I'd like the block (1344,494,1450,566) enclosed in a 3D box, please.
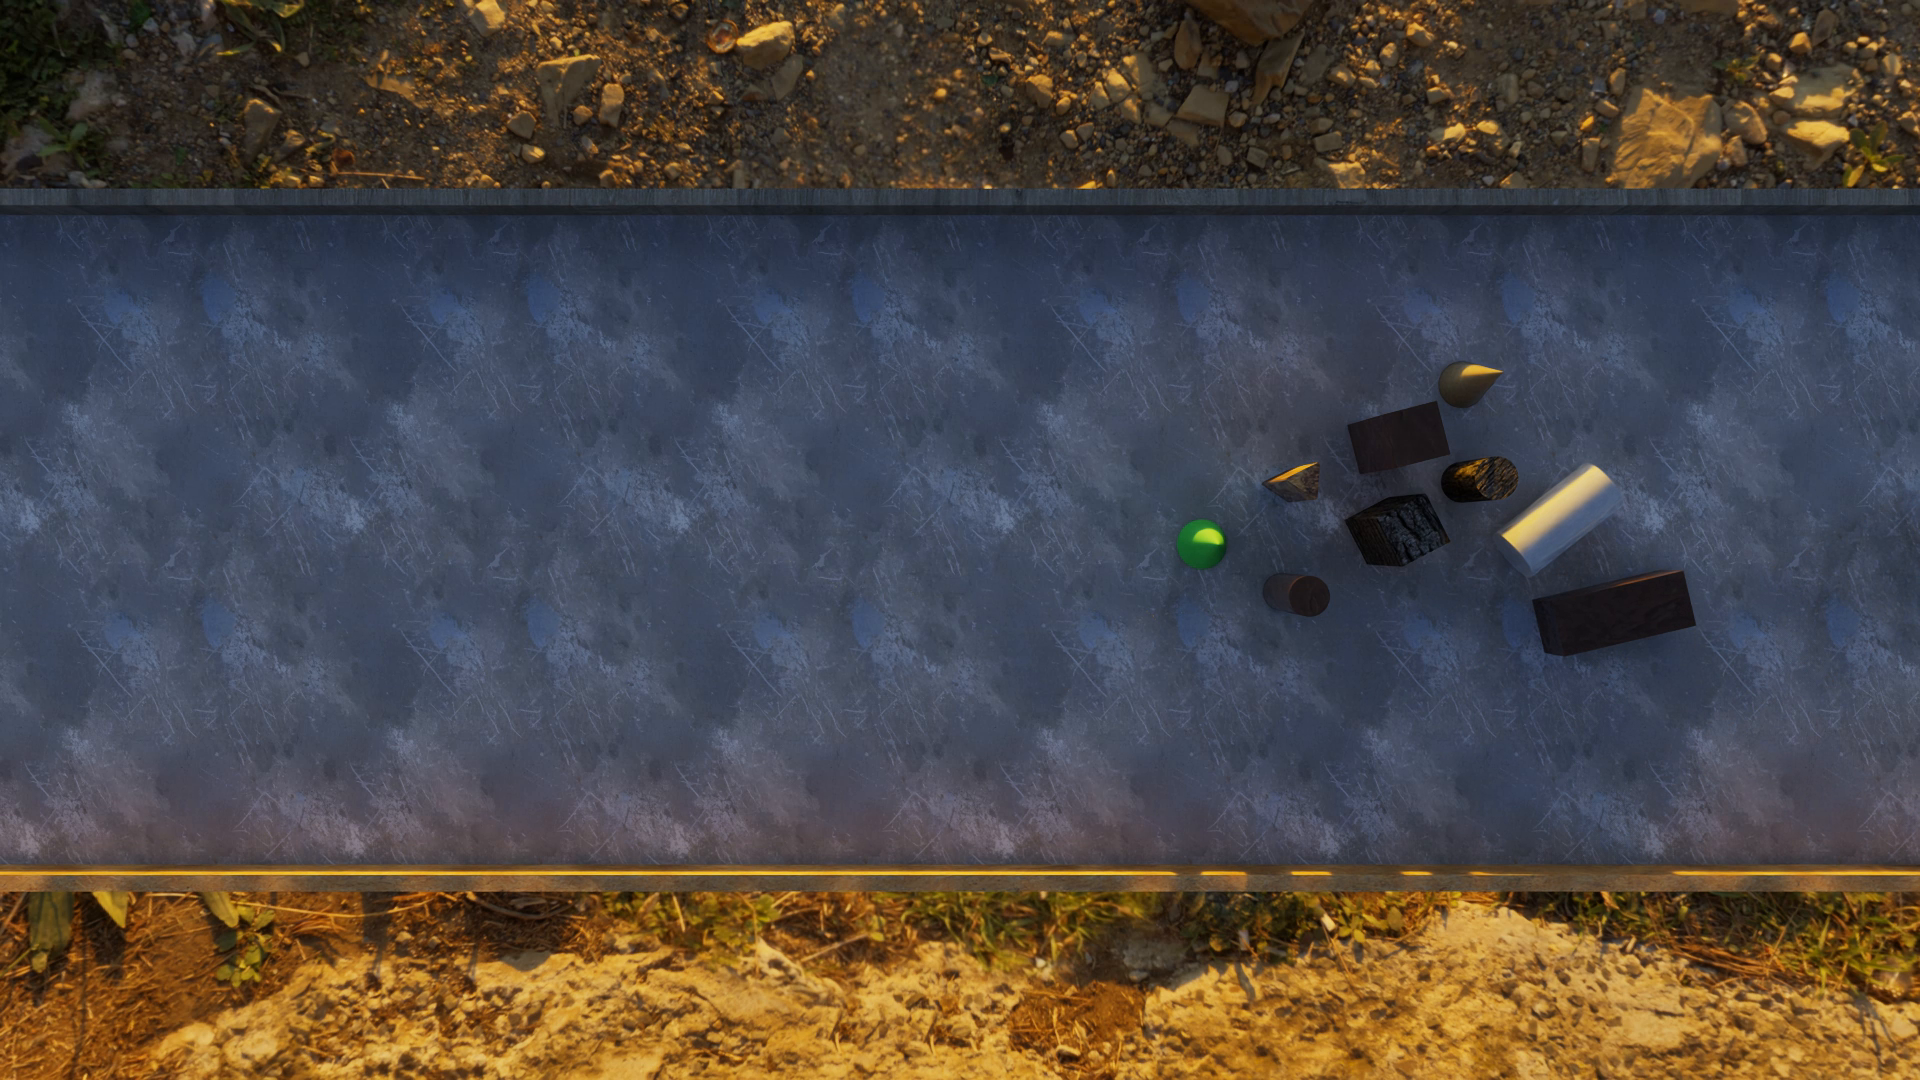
[{"bbox_3d":[1.286,-0.028,4.874,0.154,0.405,0.154,-27,90,0],"label":"block"}]

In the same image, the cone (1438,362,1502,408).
[{"bbox_3d":[1.545,-0.478,4.883,0.145,0.388,0.145,0,90,0],"label":"cone"}]

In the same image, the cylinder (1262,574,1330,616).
[{"bbox_3d":[0.990,0.160,4.874,0.116,0.405,0.116,0,90,0],"label":"cylinder"}]

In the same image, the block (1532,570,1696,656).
[{"bbox_3d":[1.976,0.219,4.993,0.403,0.168,0.168,-13,90,0],"label":"block"}]

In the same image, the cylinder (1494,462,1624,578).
[{"bbox_3d":[1.809,-0.060,4.992,0.347,0.170,0.170,-38,90,0],"label":"cylinder"}]

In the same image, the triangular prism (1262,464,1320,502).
[{"bbox_3d":[0.996,-0.182,4.882,0.103,0.389,0.090,34,90,0],"label":"triangular prism"}]

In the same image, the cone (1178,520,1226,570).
[{"bbox_3d":[0.745,0.013,4.914,0.154,0.325,0.154,0,90,0],"label":"cone"}]

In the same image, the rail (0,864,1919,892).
[{"bbox_3d":[-2.247,1.025,5.001,12.000,0.150,0.050,0,90,0],"label":"rail"}]

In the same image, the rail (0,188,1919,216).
[{"bbox_3d":[-2.247,-1.025,5.002,12.000,0.150,0.050,0,90,0],"label":"rail"}]

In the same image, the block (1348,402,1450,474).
[{"bbox_3d":[1.287,-0.298,4.861,0.156,0.431,0.156,-14,90,0],"label":"block"}]

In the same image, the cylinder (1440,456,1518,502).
[{"bbox_3d":[1.543,-0.178,4.909,0.126,0.334,0.126,0,90,0],"label":"cylinder"}]
